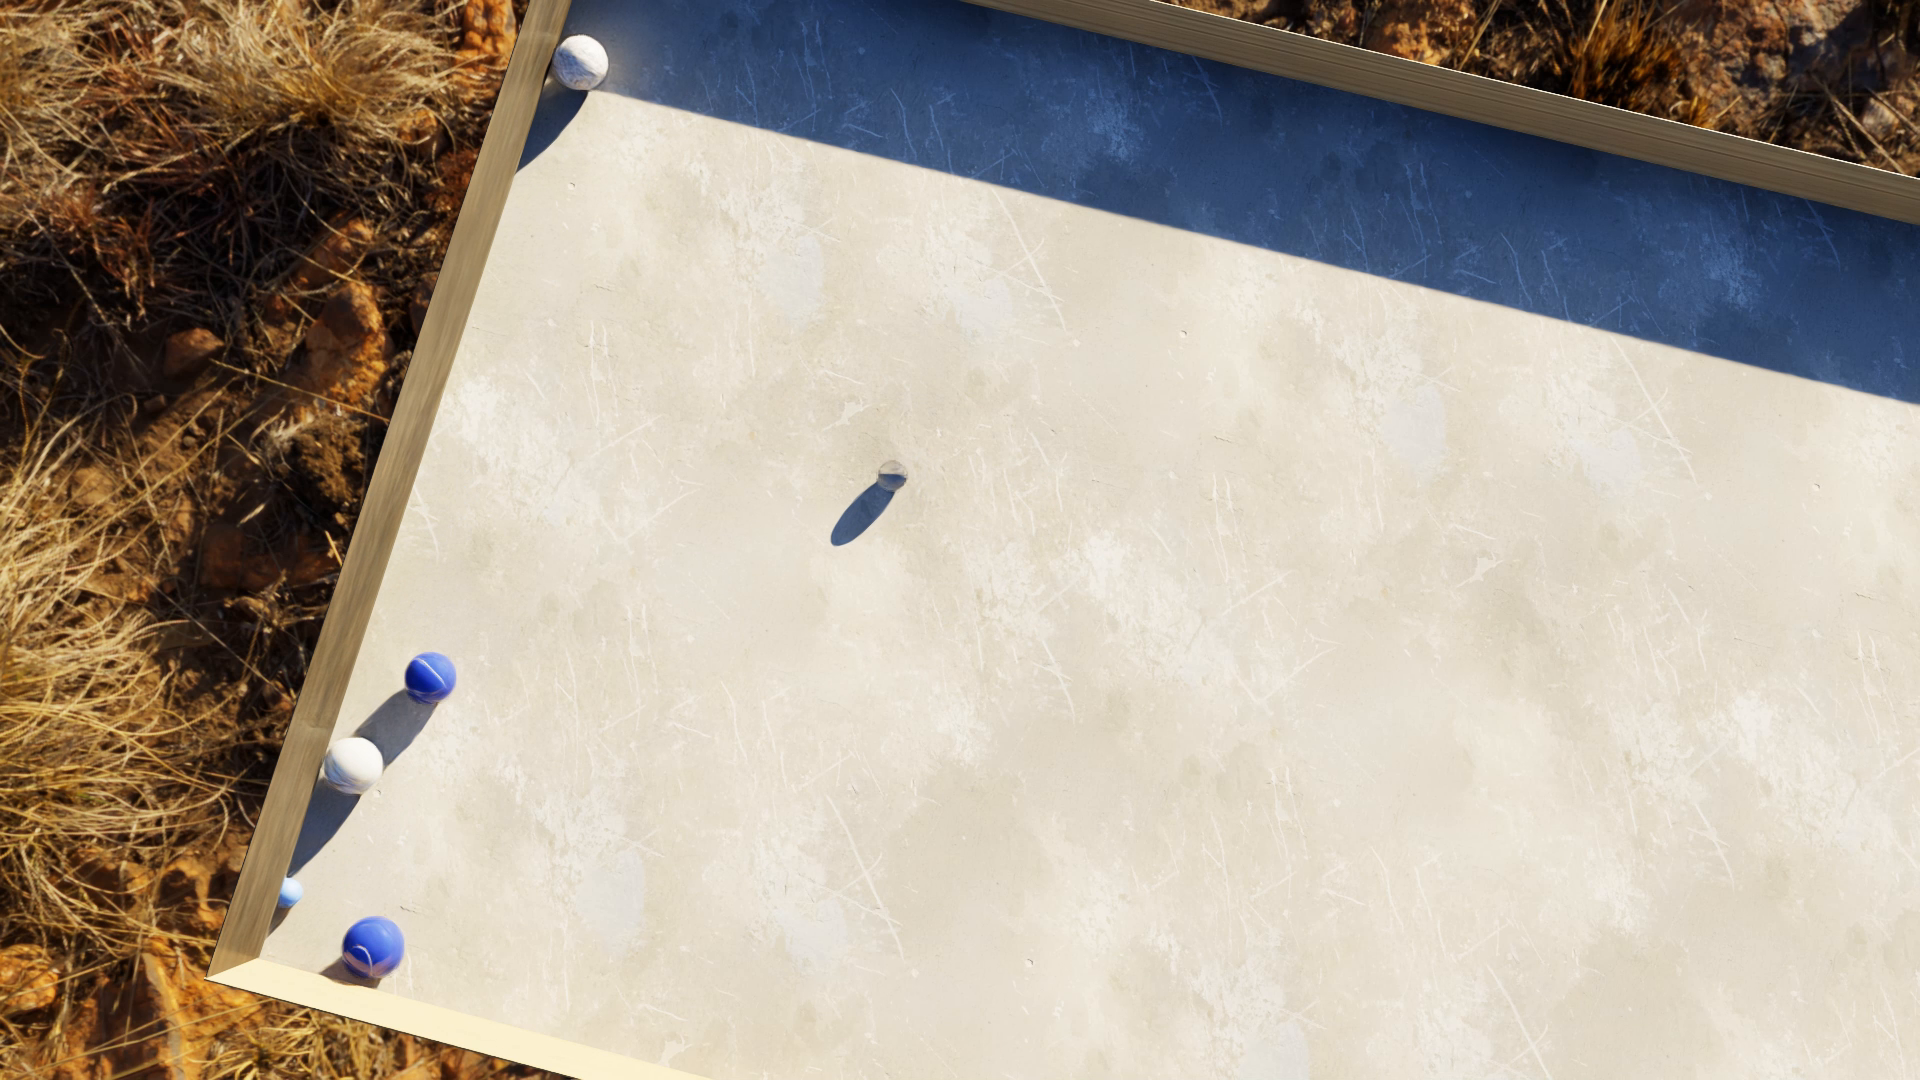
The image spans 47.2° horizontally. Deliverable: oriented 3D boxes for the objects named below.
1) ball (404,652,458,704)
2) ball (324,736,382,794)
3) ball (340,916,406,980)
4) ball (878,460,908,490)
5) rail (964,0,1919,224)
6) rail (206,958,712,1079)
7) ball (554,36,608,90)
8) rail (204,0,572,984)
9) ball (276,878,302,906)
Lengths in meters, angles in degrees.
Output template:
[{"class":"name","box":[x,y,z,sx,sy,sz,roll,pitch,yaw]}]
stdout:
[{"class":"ball","box":[-0.788,0.205,3.275,0.078,0.078,0.078,0,76,0]},{"class":"ball","box":[-0.894,0.333,3.240,0.085,0.085,0.085,0,76,0]},{"class":"ball","box":[-0.847,0.588,3.175,0.090,0.090,0.090,0,76,0]},{"class":"ball","box":[-0.102,-0.099,3.366,0.047,0.047,0.047,0,76,0]},{"class":"rail","box":[1.058,-0.623,3.457,3.468,0.117,0.045,14,77,3]},{"class":"rail","box":[0.622,1.029,3.052,3.468,0.117,0.045,14,77,3]},{"class":"ball","box":[-0.605,-0.761,3.508,0.086,0.086,0.086,0,76,0]},{"class":"rail","box":[-0.817,-0.209,3.356,0.045,0.117,1.803,14,77,3]},{"class":"ball","box":[-0.984,0.516,3.218,0.042,0.042,0.042,0,76,0]}]
